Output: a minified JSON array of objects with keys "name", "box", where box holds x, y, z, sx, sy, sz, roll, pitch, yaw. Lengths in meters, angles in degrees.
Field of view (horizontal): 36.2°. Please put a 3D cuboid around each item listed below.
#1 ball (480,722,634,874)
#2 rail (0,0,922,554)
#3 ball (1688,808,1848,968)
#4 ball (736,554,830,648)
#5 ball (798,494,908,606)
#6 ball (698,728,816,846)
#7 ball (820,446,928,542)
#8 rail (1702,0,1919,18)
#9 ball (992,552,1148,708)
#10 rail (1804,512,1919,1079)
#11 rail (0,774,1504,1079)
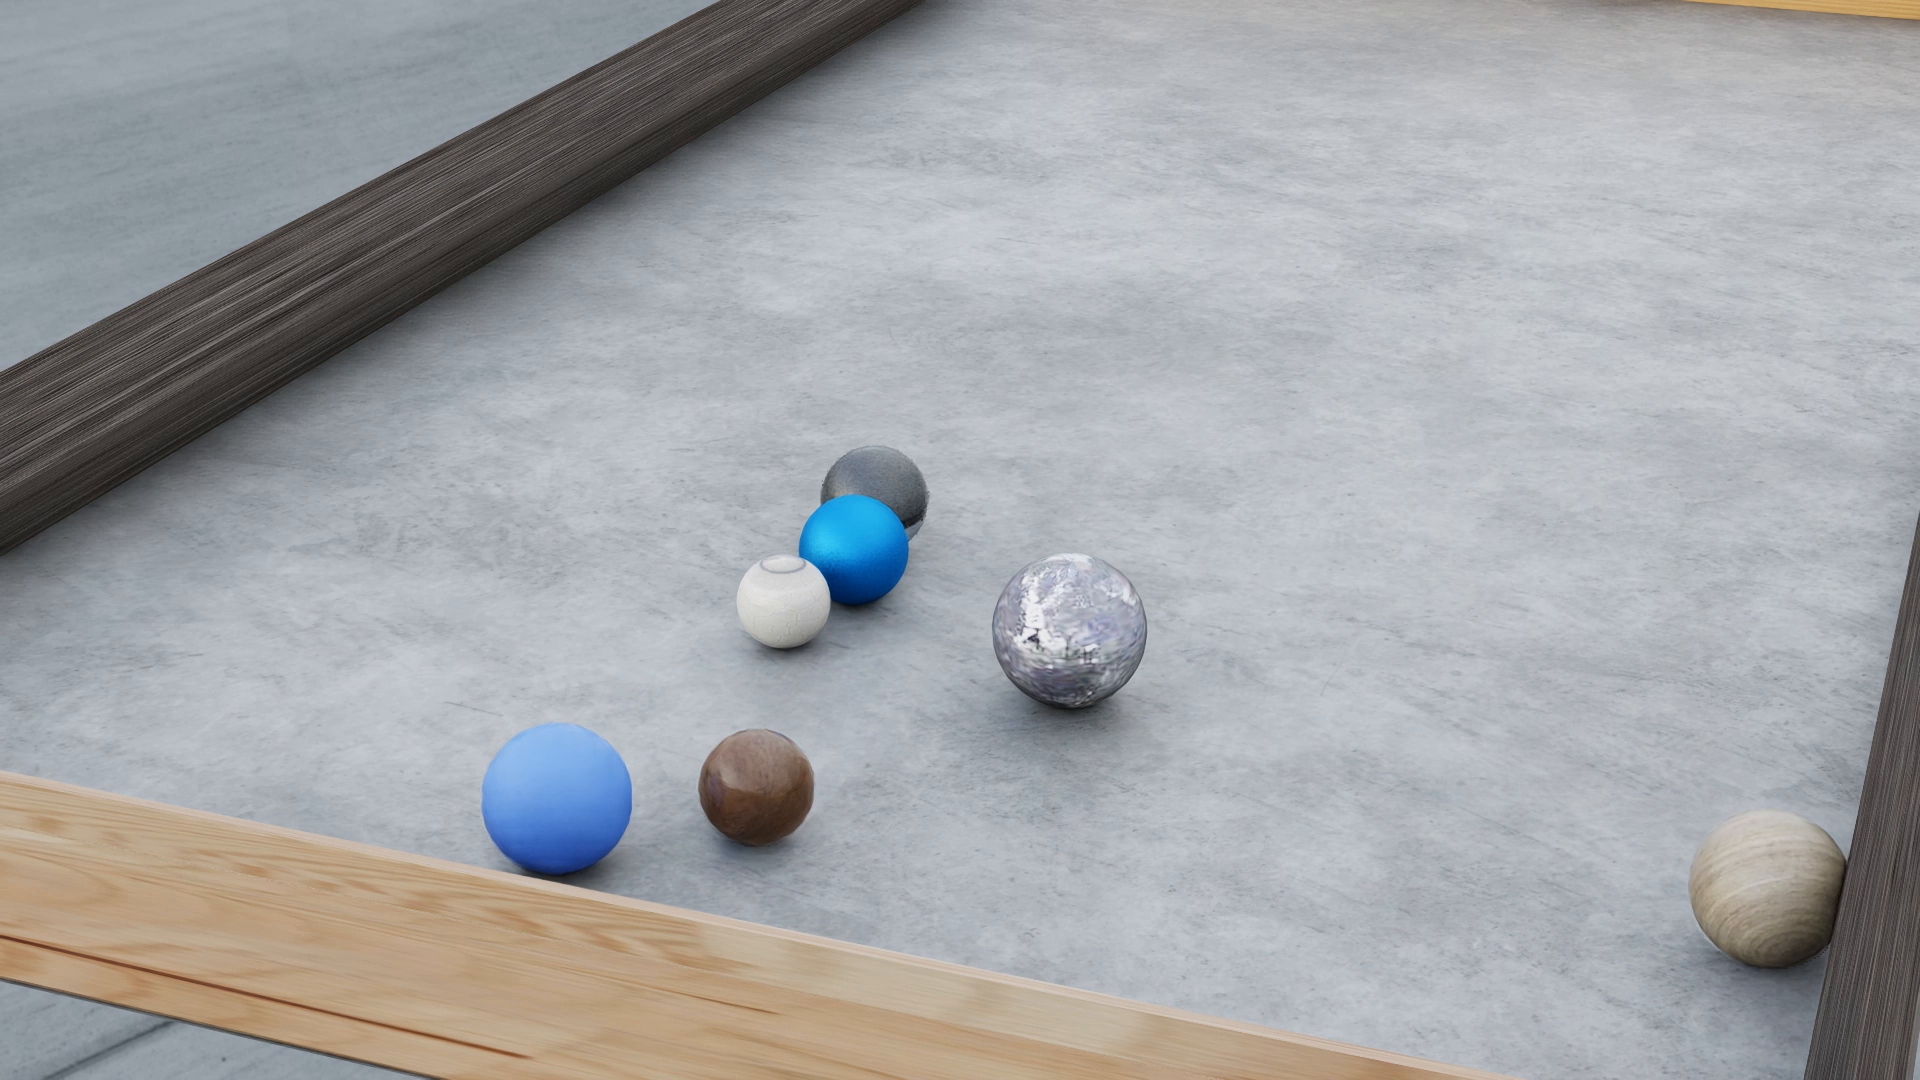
[{"name":"ball","box":[-0.223,0.143,1.628,0.084,0.084,0.084,0,24,0]},{"name":"rail","box":[-0.355,-0.349,2.694,0.045,0.125,2.527,9,25,19]},{"name":"ball","box":[0.424,0.182,1.540,0.083,0.083,0.083,0,24,0]},{"name":"ball","box":[-0.113,0.039,1.892,0.061,0.061,0.061,0,24,0]},{"name":"ball","box":[-0.070,0.007,1.951,0.073,0.073,0.073,0,24,0]},{"name":"ball","box":[-0.115,0.139,1.659,0.066,0.066,0.066,0,24,0]},{"name":"ball","box":[-0.059,-0.028,2.027,0.075,0.075,0.075,0,24,0]},{"name":"rail","box":[0.663,-0.728,3.555,1.285,0.125,0.045,9,25,19]},{"name":"ball","box":[0.067,0.056,1.811,0.096,0.096,0.096,0,24,0]},{"name":"rail","box":[0.803,-0.173,2.293,0.045,0.125,2.527,9,25,19]},{"name":"rail","box":[-0.215,0.205,1.432,1.285,0.125,0.045,9,25,19]}]
